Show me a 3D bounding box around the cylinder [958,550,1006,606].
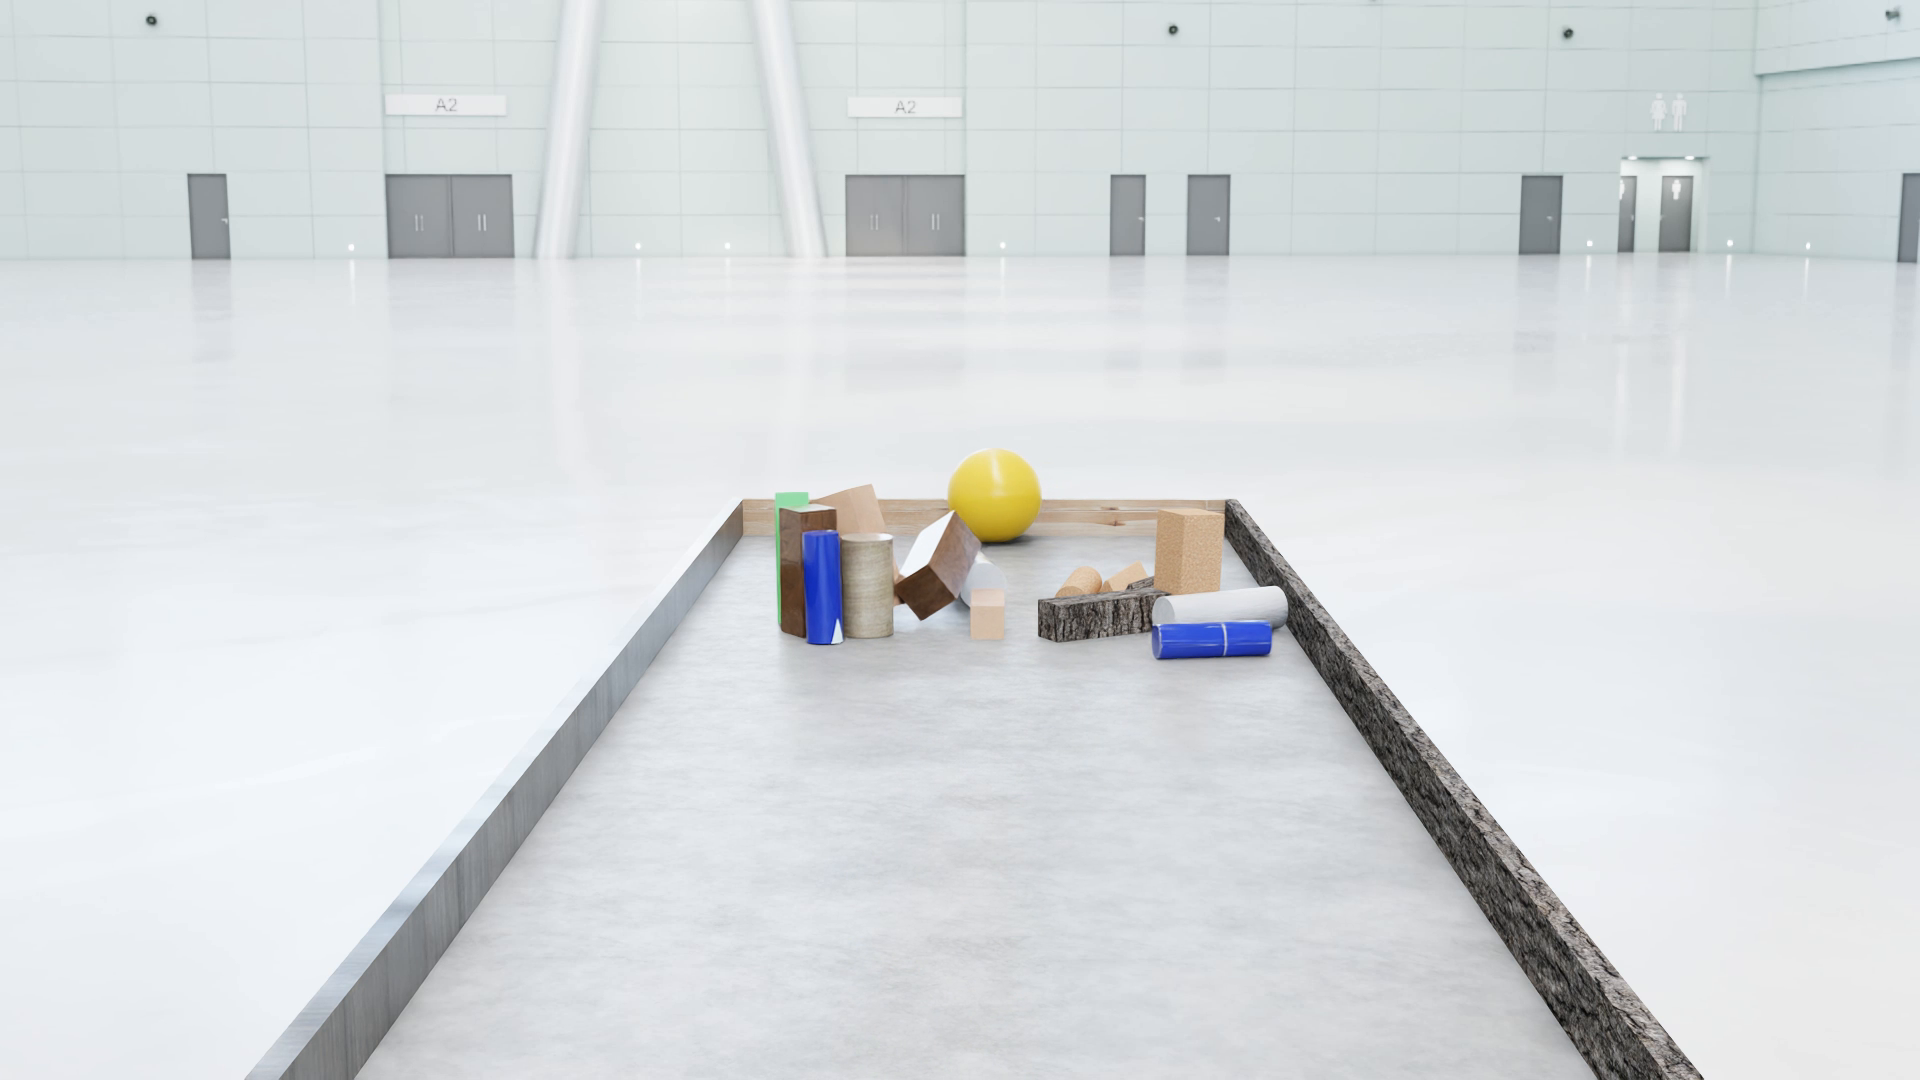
[{"bbox_3d":[0.053,0.134,7.637,0.165,0.165,0.321,-1,9,-9],"label":"cylinder"}]

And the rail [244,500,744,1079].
[{"bbox_3d":[-1.004,0.839,3.234,0.050,0.150,12.000,0,9,1],"label":"rail"}]

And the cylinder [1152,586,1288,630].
[{"bbox_3d":[0.839,0.235,7.079,0.429,0.140,0.140,-4,10,-26],"label":"cylinder"}]

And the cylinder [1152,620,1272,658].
[{"bbox_3d":[0.772,0.305,6.743,0.351,0.107,0.107,-2,9,-10],"label":"cylinder"}]

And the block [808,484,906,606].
[{"bbox_3d":[-0.339,0.041,7.324,0.162,0.416,0.162,-17,0,29],"label":"block"}]

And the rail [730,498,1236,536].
[{"bbox_3d":[0.099,-0.098,9.147,2.100,0.150,0.050,0,9,1],"label":"rail"}]

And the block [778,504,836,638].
[{"bbox_3d":[-0.488,0.098,7.090,0.135,0.406,0.135,-6,10,-34],"label":"block"}]

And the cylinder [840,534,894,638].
[{"bbox_3d":[-0.300,0.147,7.074,0.173,0.315,0.173,0,9,0],"label":"cylinder"}]

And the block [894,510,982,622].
[{"bbox_3d":[-0.074,0.084,7.439,0.155,0.155,0.432,-33,14,24],"label":"block"}]

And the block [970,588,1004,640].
[{"bbox_3d":[0.090,0.238,7.164,0.107,0.107,0.318,0,9,1],"label":"block"}]

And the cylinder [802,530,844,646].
[{"bbox_3d":[-0.433,0.149,6.943,0.117,0.348,0.117,-2,9,0],"label":"cylinder"}]

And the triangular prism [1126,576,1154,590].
[{"bbox_3d":[0.658,0.181,7.454,0.142,0.123,0.373,5,10,30],"label":"triangular prism"}]

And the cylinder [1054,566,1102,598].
[{"bbox_3d":[0.405,0.179,7.506,0.117,0.117,0.397,2,9,10],"label":"cylinder"}]

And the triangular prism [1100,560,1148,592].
[{"bbox_3d":[0.567,0.158,7.649,0.125,0.108,0.434,3,10,19],"label":"triangular prism"}]

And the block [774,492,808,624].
[{"bbox_3d":[-0.550,0.057,7.246,0.108,0.428,0.108,-1,1,-6],"label":"block"}]

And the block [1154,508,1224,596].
[{"bbox_3d":[0.749,0.091,7.228,0.156,0.370,0.156,-1,9,-29],"label":"block"}]

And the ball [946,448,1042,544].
[{"bbox_3d":[0.139,-0.182,8.917,0.388,0.388,0.388,0,9,0],"label":"ball"}]

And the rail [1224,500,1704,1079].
[{"bbox_3d":[1.046,0.843,3.208,0.050,0.150,12.000,0,9,1],"label":"rail"}]

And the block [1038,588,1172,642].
[{"bbox_3d":[0.469,0.241,7.104,0.434,0.121,0.121,-5,10,-29],"label":"block"}]
